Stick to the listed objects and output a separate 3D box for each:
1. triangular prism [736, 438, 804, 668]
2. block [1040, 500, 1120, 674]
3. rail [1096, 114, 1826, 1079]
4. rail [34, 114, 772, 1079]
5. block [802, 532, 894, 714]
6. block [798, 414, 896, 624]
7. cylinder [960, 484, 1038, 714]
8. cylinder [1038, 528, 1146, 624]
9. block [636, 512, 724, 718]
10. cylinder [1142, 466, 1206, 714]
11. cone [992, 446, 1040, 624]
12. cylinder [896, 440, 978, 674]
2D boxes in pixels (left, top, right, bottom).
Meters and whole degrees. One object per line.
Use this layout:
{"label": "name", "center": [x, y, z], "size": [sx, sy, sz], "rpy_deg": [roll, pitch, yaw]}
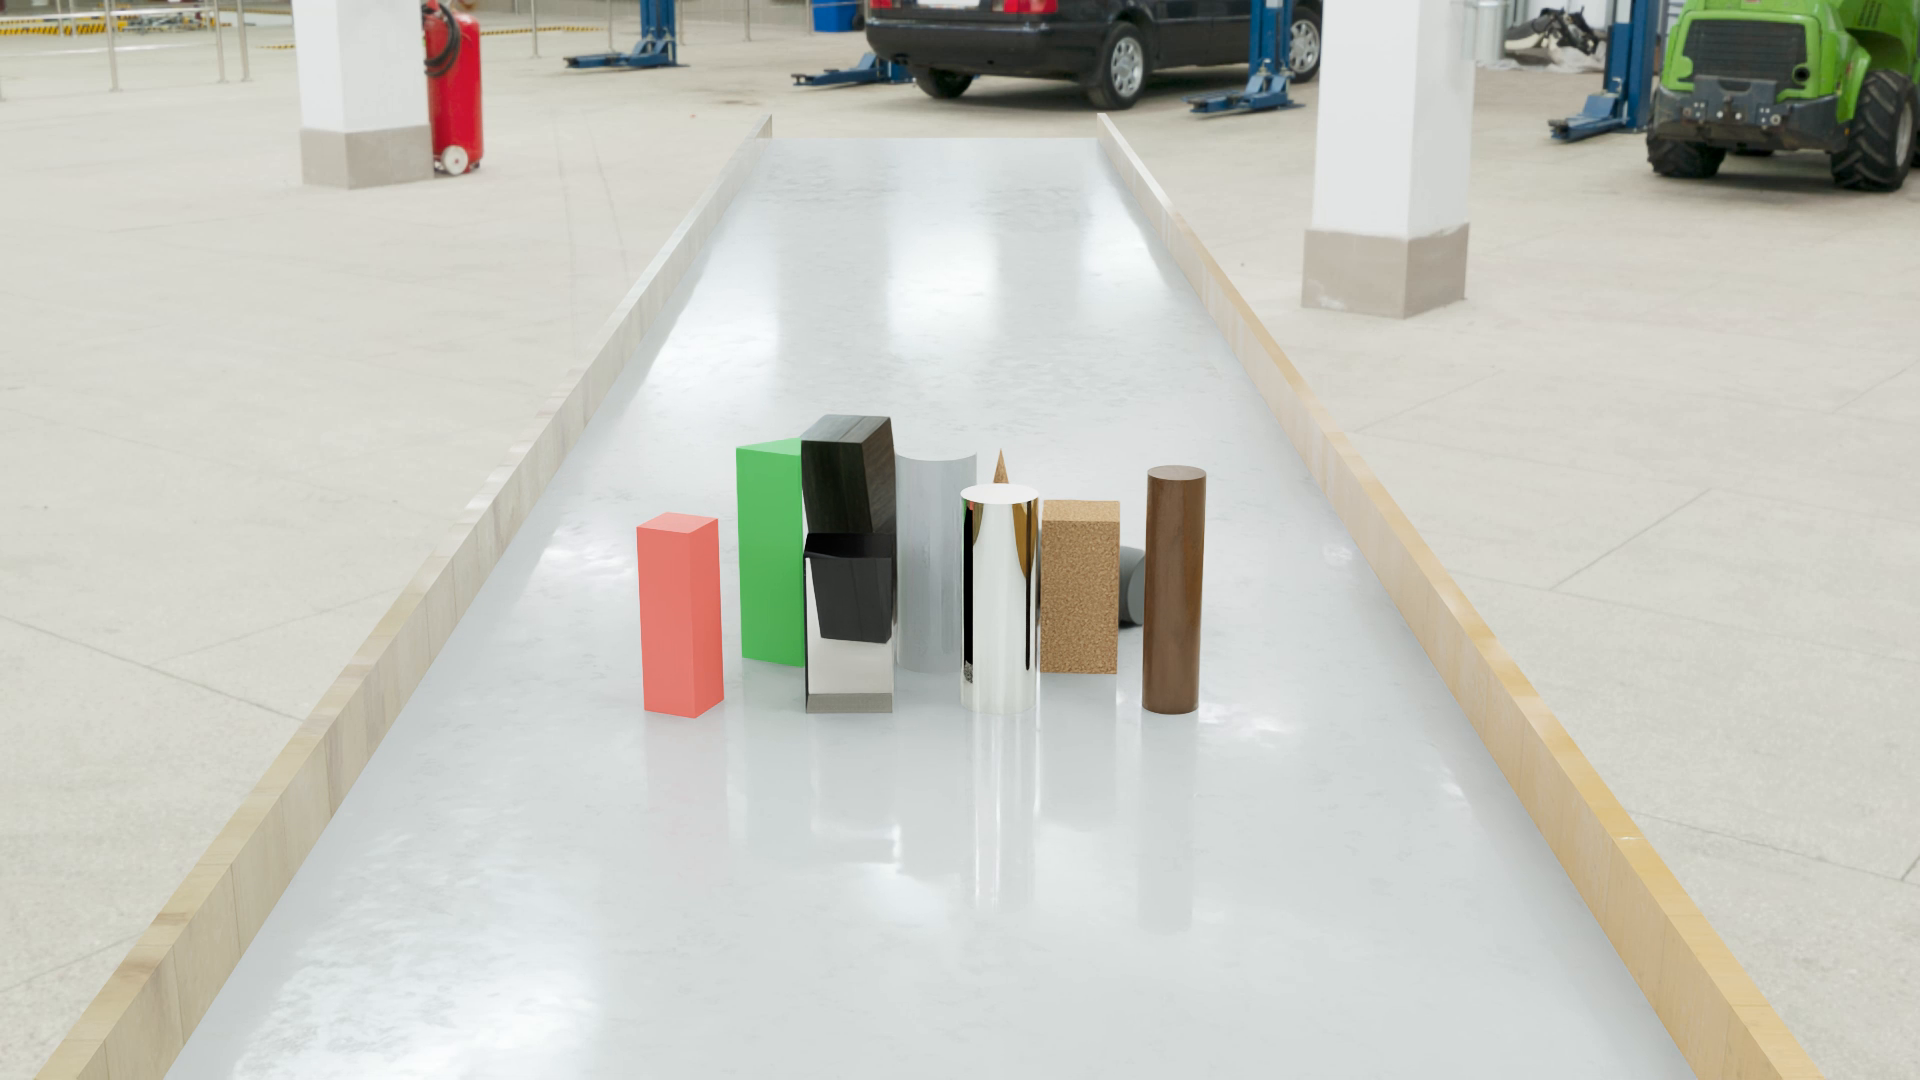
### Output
{"label": "triangular prism", "center": [-0.349, 0.020, 4.398], "size": [0.144, 0.435, 0.125], "rpy_deg": [8, 18, 25]}
{"label": "block", "center": [0.239, 0.092, 4.369], "size": [0.152, 0.313, 0.152], "rpy_deg": [1, 17, 4]}
{"label": "rail", "center": [0.932, -0.844, 7.801], "size": [0.050, 0.150, 12.000], "rpy_deg": [0, 17, -1]}
{"label": "rail", "center": [-1.118, -0.838, 7.780], "size": [0.050, 0.150, 12.000], "rpy_deg": [0, 17, -1]}
{"label": "block", "center": [-0.209, 0.156, 4.166], "size": [0.163, 0.305, 0.163], "rpy_deg": [0, 17, -1]}
{"label": "block", "center": [-0.215, -0.033, 4.547], "size": [0.147, 0.426, 0.147], "rpy_deg": [4, 25, 22]}
{"label": "cylinder", "center": [0.074, 0.110, 4.136], "size": [0.145, 0.410, 0.145], "rpy_deg": [0, 17, 0]}
{"label": "cylinder", "center": [0.242, 0.069, 4.722], "size": [0.381, 0.155, 0.155], "rpy_deg": [12, 20, 35]}
{"label": "block", "center": [-0.523, 0.140, 4.123], "size": [0.110, 0.360, 0.110], "rpy_deg": [7, 18, 22]}
{"label": "cylinder", "center": [0.399, 0.094, 4.112], "size": [0.109, 0.455, 0.109], "rpy_deg": [0, 17, 0]}
{"label": "cone", "center": [0.084, -0.009, 4.585], "size": [0.167, 0.383, 0.167], "rpy_deg": [0, 17, 0]}
{"label": "cylinder", "center": [-0.046, 0.033, 4.353], "size": [0.161, 0.434, 0.161], "rpy_deg": [0, 17, 0]}
